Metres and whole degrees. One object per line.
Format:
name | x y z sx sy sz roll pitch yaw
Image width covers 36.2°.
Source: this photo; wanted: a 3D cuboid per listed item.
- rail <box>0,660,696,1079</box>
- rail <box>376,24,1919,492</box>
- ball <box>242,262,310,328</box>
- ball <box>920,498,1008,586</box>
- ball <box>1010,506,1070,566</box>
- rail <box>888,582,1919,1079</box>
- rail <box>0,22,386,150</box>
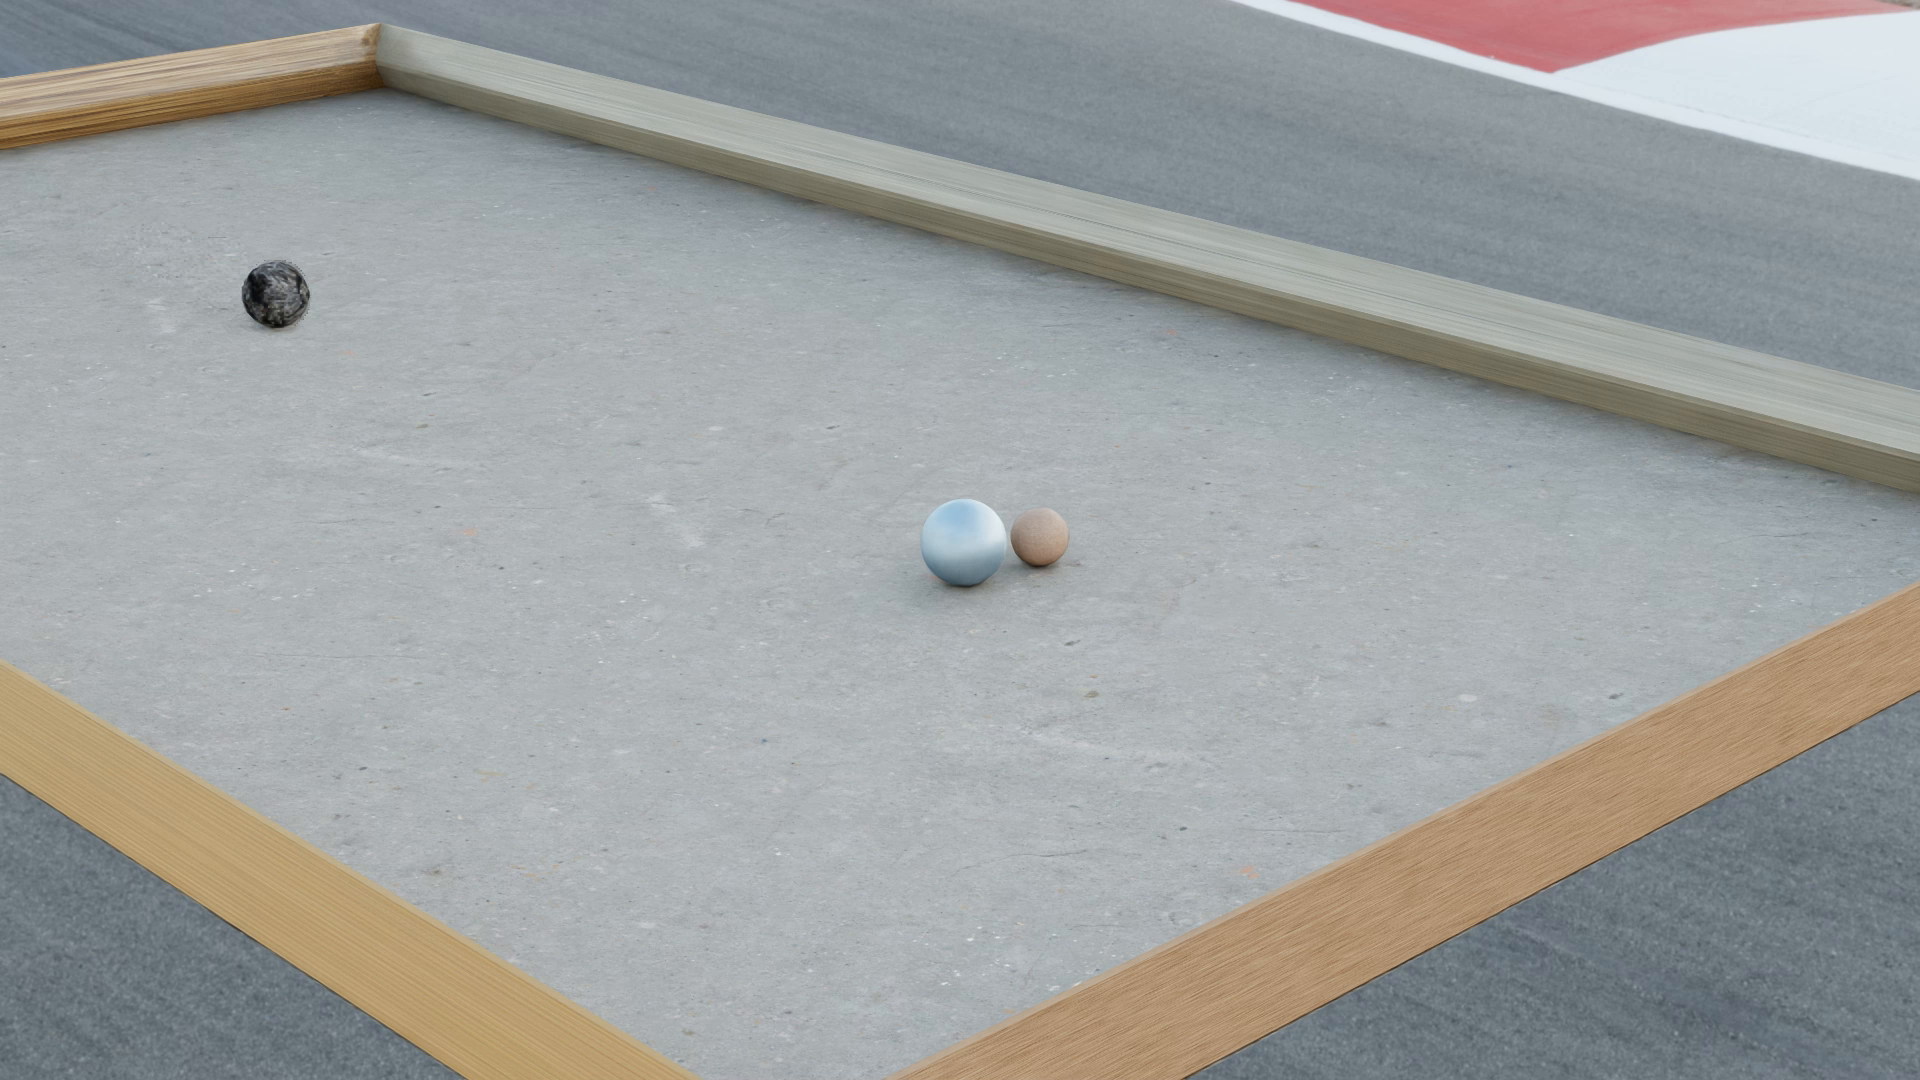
rail | -1.126 -0.010 2.704 0.045 0.104 3.037 -18 27 -40
rail | 0.082 -0.408 3.777 0.045 0.104 3.037 -18 27 -40
ball | -0.815 -0.292 3.504 0.078 0.078 0.078 0 20 0
ball | 0.003 0.002 2.707 0.080 0.080 0.080 0 20 0
ball | 0.075 -0.003 2.757 0.056 0.056 0.056 0 20 0
rail | 0.506 0.168 2.223 1.712 0.104 0.045 -18 27 -40
rail | -1.550 -0.586 4.258 1.712 0.104 0.045 -18 27 -40
